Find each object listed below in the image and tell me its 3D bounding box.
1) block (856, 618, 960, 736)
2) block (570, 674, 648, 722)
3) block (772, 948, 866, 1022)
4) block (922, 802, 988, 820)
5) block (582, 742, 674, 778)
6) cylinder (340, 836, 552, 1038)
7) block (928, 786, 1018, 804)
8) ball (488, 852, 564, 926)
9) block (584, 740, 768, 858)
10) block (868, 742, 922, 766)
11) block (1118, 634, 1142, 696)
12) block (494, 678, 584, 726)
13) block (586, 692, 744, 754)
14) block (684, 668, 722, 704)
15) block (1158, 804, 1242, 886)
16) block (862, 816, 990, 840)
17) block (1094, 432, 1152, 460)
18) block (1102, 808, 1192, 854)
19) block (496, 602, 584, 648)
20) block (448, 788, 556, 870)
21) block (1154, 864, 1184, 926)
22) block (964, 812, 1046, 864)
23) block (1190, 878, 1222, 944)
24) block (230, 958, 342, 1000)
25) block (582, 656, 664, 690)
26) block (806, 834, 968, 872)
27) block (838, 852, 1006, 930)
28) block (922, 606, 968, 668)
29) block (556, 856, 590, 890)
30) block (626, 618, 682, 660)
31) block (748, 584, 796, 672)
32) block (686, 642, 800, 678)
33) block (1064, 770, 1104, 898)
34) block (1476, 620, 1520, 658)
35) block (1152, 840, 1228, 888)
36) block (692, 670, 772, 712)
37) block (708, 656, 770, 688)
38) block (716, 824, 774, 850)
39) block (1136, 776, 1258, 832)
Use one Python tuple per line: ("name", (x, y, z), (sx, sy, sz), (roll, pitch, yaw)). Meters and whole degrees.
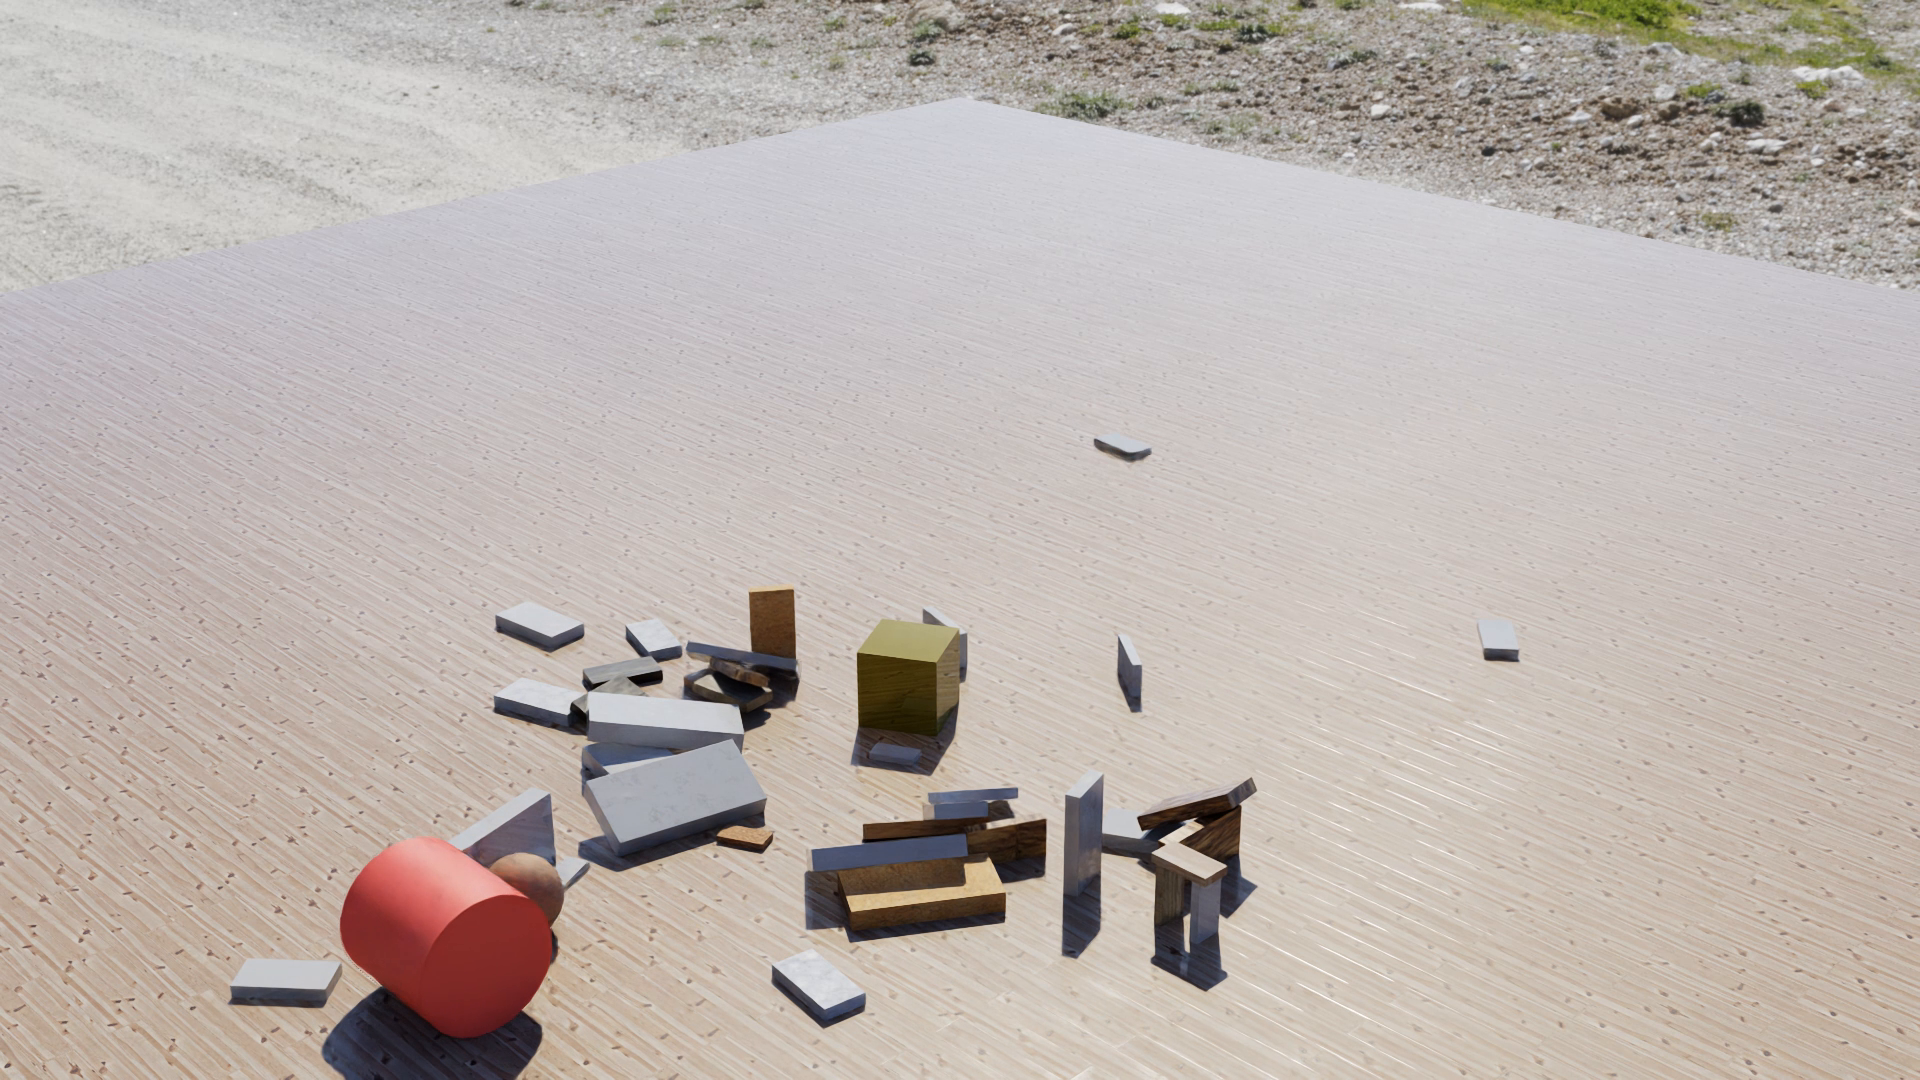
("block", (-0.112, 0.300, 4.824), (0.179, 0.179, 0.179), (6, 24, 15))
("block", (-0.774, 0.357, 4.850), (0.082, 0.023, 0.164), (36, 36, 18))
("block", (-0.250, 0.784, 3.882), (0.086, 0.024, 0.171), (-16, 28, -33))
("block", (-0.011, 0.534, 4.338), (0.104, 0.029, 0.207), (-3, -7, -8))
("block", (-0.654, 0.487, 4.560), (0.147, 0.042, 0.293), (-14, 27, -30))
("cylinder", (-0.890, 0.685, 3.812), (0.261, 0.261, 0.261), (-20, 30, -39))
("block", (0.027, 0.517, 4.448), (0.165, 0.023, 0.082), (-2, -7, -16))
("ball", (-0.804, 0.651, 4.026), (0.156, 0.156, 0.156), (0, 23, 0))
("block", (-0.569, 0.515, 4.408), (0.325, 0.046, 0.162), (-14, 52, -30))
("block", (-0.138, 0.455, 4.670), (0.100, 0.014, 0.050), (8, 24, 18))
("block", (0.385, 0.284, 4.990), (0.023, 0.080, 0.159), (-3, 23, -7))
("block", (-0.922, 0.359, 4.879), (0.203, 0.029, 0.101), (12, 26, 25))
("block", (-0.631, 0.390, 4.693), (0.325, 0.046, 0.162), (6, 17, -12))
("block", (-0.541, 0.333, 4.947), (0.082, 0.023, 0.165), (-19, 29, -37))
("block", (0.461, 0.591, 4.231), (0.030, 0.108, 0.215), (21, 31, 40))
("block", (-0.067, 0.566, 4.327), (0.243, 0.029, 0.103), (-3, -7, -6))
("block", (0.470, -0.271, 6.372), (0.080, 0.023, 0.159), (-17, 28, -35))
("block", (0.384, 0.582, 4.352), (0.207, 0.029, 0.103), (7, 24, 16))
("block", (-1.004, 0.201, 5.251), (0.202, 0.029, 0.101), (17, 29, 35))
("block", (-0.885, 0.609, 4.118), (0.046, 0.162, 0.325), (13, 26, 28))
("block", (0.389, 0.647, 4.074), (0.018, 0.127, 0.063), (21, 31, 41))
("block", (0.087, 0.585, 4.276), (0.165, 0.082, 0.023), (-8, 24, -18))
("block", (0.449, 0.670, 4.019), (0.018, 0.127, 0.063), (21, 31, 41))
("block", (-1.192, 0.778, 3.895), (0.171, 0.024, 0.085), (1, 23, 3))
("block", (-0.768, 0.306, 5.011), (0.164, 0.023, 0.082), (-10, 25, -23))
("block", (-0.142, 0.597, 4.207), (0.293, 0.042, 0.147), (-5, -7, -9))
("block", (-0.074, 0.662, 4.148), (0.293, 0.042, 0.147), (-5, 24, -12))
("block", (-0.036, 0.225, 5.122), (0.024, 0.086, 0.171), (-12, 26, -27))
("block", (-0.760, 0.643, 4.227), (0.050, 0.014, 0.100), (9, 25, 20))
("block", (-0.722, 0.234, 5.180), (0.082, 0.023, 0.165), (-11, 25, -25))
("block", (-0.428, 0.202, 5.027), (0.101, 0.202, 0.029), (-4, 23, -9))
("block", (-0.491, 0.272, 4.989), (0.254, 0.023, 0.082), (10, -16, 4))
("block", (0.234, 0.557, 4.173), (0.030, 0.215, 0.108), (12, 26, 25))
("block", (1.267, 0.232, 5.185), (0.080, 0.023, 0.159), (2, 23, 6))
("block", (0.419, 0.592, 4.019), (0.127, 0.018, 0.063), (21, 31, 41))
("block", (-0.505, 0.335, 4.881), (0.165, 0.023, 0.082), (17, 28, 35))
("block", (-0.494, 0.295, 4.902), (0.082, 0.023, 0.164), (19, -2, -26))
("block", (-0.426, 0.589, 4.356), (0.100, 0.014, 0.050), (8, 24, 18))
("block", (0.462, 0.515, 4.290), (0.215, 0.030, 0.108), (-20, 1, 37))
